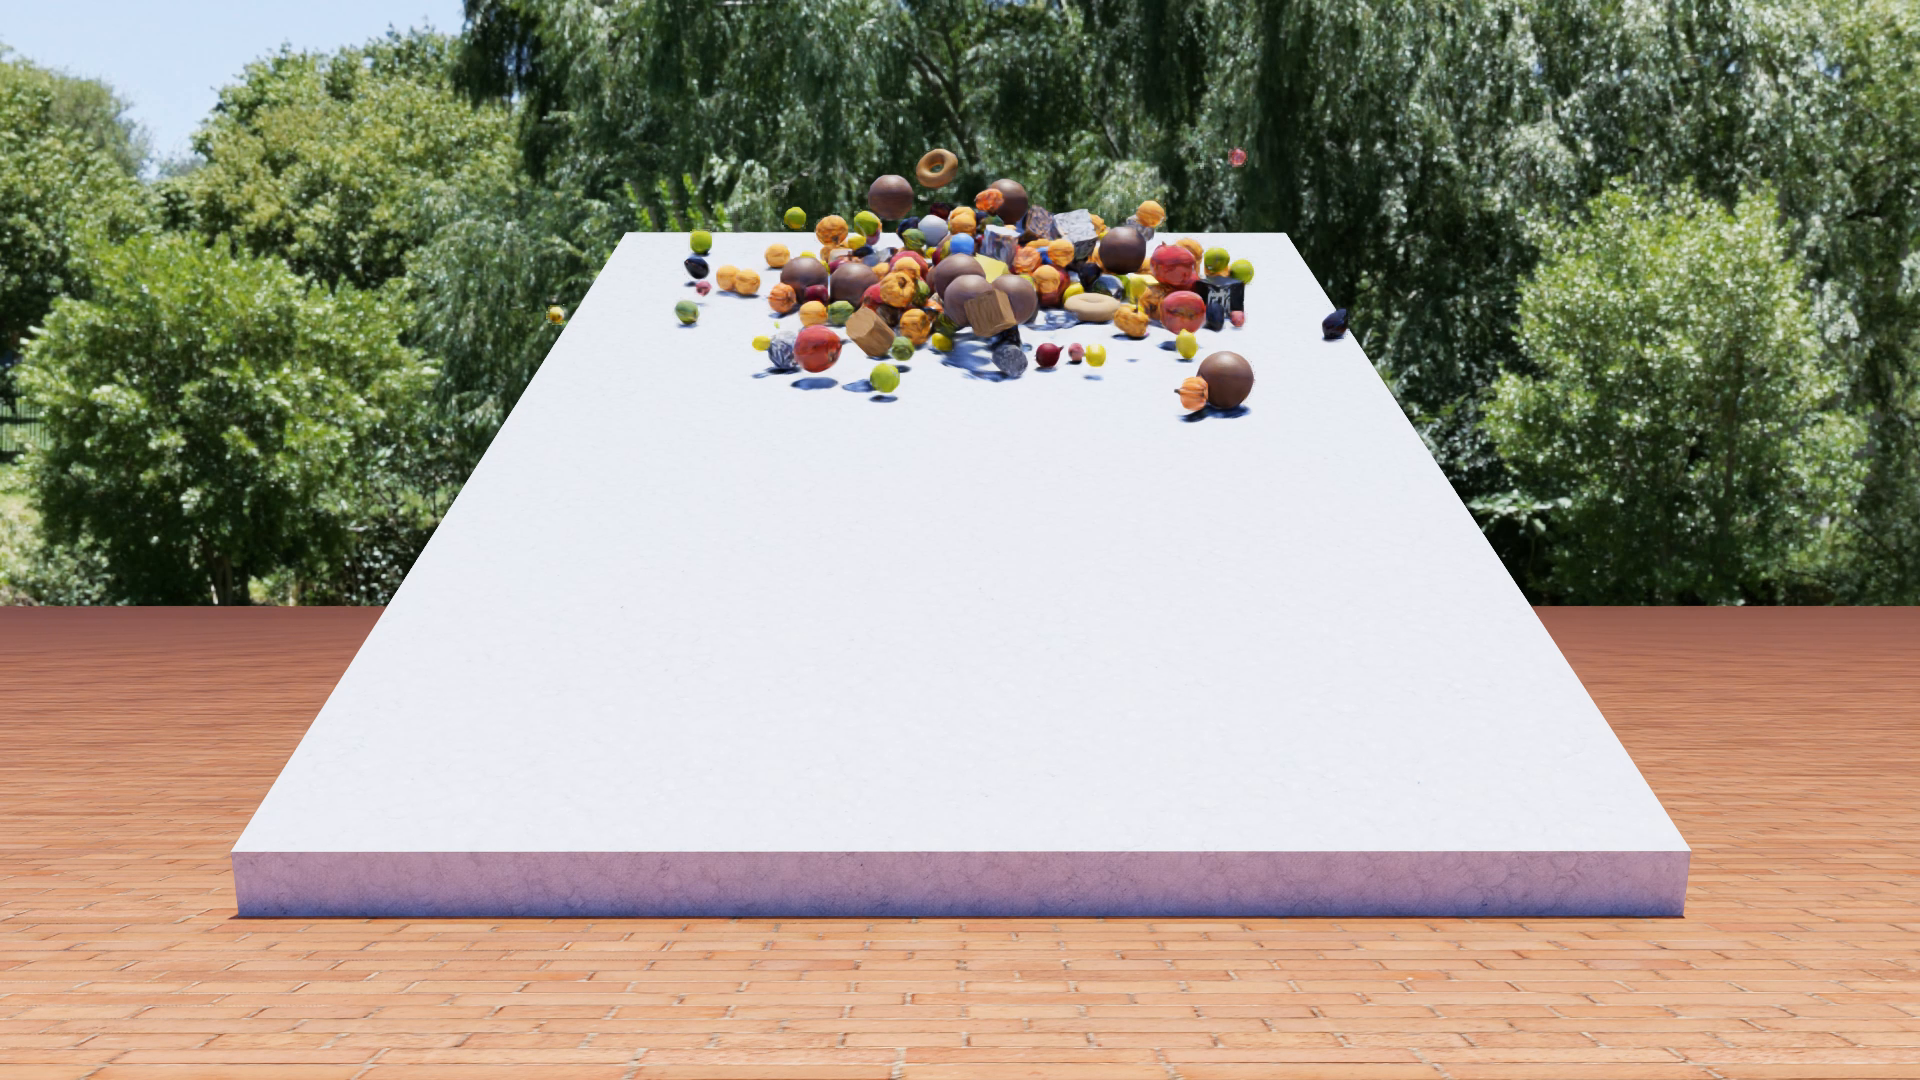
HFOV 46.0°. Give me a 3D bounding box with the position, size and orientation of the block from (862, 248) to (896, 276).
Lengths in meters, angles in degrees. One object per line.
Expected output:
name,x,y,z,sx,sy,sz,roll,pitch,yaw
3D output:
block,-0.226,-0.775,6.318,0.057,0.057,0.057,-15,8,36

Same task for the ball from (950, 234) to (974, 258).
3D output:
ball,0.006,-0.761,5.858,0.065,0.065,0.065,0,-2,0

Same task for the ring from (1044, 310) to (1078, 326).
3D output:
ring,0.260,-0.569,5.819,0.087,0.029,0.087,0,20,0

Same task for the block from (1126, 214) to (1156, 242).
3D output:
block,0.542,-0.936,6.782,0.065,0.065,0.065,9,22,24

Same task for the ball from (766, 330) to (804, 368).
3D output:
ball,-0.416,-0.454,5.407,0.090,0.090,0.090,0,-2,0

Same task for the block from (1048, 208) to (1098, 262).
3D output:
block,0.307,-0.828,6.155,0.096,0.096,0.096,-13,-22,-13

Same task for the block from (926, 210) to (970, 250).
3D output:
block,-0.035,-0.913,6.672,0.095,0.095,0.095,9,22,24

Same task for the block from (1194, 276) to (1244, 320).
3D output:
block,0.677,-0.632,5.904,0.090,0.090,0.090,-17,26,-39

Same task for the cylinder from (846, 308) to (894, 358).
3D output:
cylinder,-0.210,-0.483,5.279,0.084,0.084,0.084,-1,-29,33

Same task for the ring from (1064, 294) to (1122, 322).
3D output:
ring,0.346,-0.604,5.884,0.149,0.050,0.149,3,20,-1

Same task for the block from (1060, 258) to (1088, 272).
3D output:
block,0.307,-0.784,6.265,0.064,0.064,0.064,4,24,-43

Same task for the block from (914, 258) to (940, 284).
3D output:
block,-0.090,-0.742,6.254,0.058,0.058,0.058,-7,21,-19

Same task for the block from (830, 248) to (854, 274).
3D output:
block,-0.333,-0.784,6.363,0.054,0.054,0.054,-11,28,-21

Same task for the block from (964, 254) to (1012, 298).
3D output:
block,0.070,-0.657,5.703,0.083,0.083,0.083,20,-12,17

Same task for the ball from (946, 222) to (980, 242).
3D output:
ball,0.009,-0.872,6.554,0.098,0.098,0.098,0,-2,0

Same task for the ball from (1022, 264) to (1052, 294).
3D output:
ball,0.206,-0.706,6.120,0.081,0.081,0.081,0,-2,0

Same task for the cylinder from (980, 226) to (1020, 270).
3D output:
cylinder,0.102,-0.771,5.969,0.092,0.092,0.092,12,20,-4

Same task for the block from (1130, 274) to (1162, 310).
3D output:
block,0.491,-0.654,5.978,0.075,0.075,0.075,-2,24,-5

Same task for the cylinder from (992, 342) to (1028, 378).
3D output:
cylinder,0.118,-0.428,5.367,0.069,0.069,0.069,0,19,-15

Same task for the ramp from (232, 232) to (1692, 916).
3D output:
ramp,-0.005,-0.205,4.999,2.000,0.100,4.000,0,20,0

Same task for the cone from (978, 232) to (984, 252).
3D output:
cone,0.063,-0.820,6.309,0.050,0.050,0.050,29,23,-14

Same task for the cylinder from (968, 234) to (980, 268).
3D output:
cylinder,0.031,-0.818,6.409,0.069,0.069,0.069,-30,-3,-2

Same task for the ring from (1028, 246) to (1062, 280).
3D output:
ring,0.231,-0.748,6.167,0.102,0.102,0.034,-1,2,36

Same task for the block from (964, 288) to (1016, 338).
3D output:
block,0.072,-0.536,5.362,0.084,0.084,0.084,-22,-8,19

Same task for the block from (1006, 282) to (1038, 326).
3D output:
block,0.140,-0.607,5.836,0.084,0.084,0.084,-17,28,-39

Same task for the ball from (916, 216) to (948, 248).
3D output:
ball,-0.076,-0.864,6.344,0.090,0.090,0.090,0,-2,0

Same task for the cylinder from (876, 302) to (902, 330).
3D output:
cylinder,-0.187,-0.551,5.669,0.063,0.063,0.063,1,-36,-36

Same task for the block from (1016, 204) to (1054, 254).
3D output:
block,0.220,-0.883,6.472,0.094,0.094,0.094,27,-30,-22

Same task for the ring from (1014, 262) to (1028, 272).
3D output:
ring,0.186,-0.765,6.359,0.075,0.025,0.075,-1,10,0

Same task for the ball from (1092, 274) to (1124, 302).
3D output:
ball,0.390,-0.659,5.973,0.084,0.084,0.084,0,-2,0

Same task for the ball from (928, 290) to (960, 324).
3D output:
ball,-0.043,-0.599,5.819,0.084,0.084,0.084,0,-2,0

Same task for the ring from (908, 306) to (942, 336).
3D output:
ring,-0.088,-0.549,5.691,0.088,0.029,0.088,-1,-46,-1
